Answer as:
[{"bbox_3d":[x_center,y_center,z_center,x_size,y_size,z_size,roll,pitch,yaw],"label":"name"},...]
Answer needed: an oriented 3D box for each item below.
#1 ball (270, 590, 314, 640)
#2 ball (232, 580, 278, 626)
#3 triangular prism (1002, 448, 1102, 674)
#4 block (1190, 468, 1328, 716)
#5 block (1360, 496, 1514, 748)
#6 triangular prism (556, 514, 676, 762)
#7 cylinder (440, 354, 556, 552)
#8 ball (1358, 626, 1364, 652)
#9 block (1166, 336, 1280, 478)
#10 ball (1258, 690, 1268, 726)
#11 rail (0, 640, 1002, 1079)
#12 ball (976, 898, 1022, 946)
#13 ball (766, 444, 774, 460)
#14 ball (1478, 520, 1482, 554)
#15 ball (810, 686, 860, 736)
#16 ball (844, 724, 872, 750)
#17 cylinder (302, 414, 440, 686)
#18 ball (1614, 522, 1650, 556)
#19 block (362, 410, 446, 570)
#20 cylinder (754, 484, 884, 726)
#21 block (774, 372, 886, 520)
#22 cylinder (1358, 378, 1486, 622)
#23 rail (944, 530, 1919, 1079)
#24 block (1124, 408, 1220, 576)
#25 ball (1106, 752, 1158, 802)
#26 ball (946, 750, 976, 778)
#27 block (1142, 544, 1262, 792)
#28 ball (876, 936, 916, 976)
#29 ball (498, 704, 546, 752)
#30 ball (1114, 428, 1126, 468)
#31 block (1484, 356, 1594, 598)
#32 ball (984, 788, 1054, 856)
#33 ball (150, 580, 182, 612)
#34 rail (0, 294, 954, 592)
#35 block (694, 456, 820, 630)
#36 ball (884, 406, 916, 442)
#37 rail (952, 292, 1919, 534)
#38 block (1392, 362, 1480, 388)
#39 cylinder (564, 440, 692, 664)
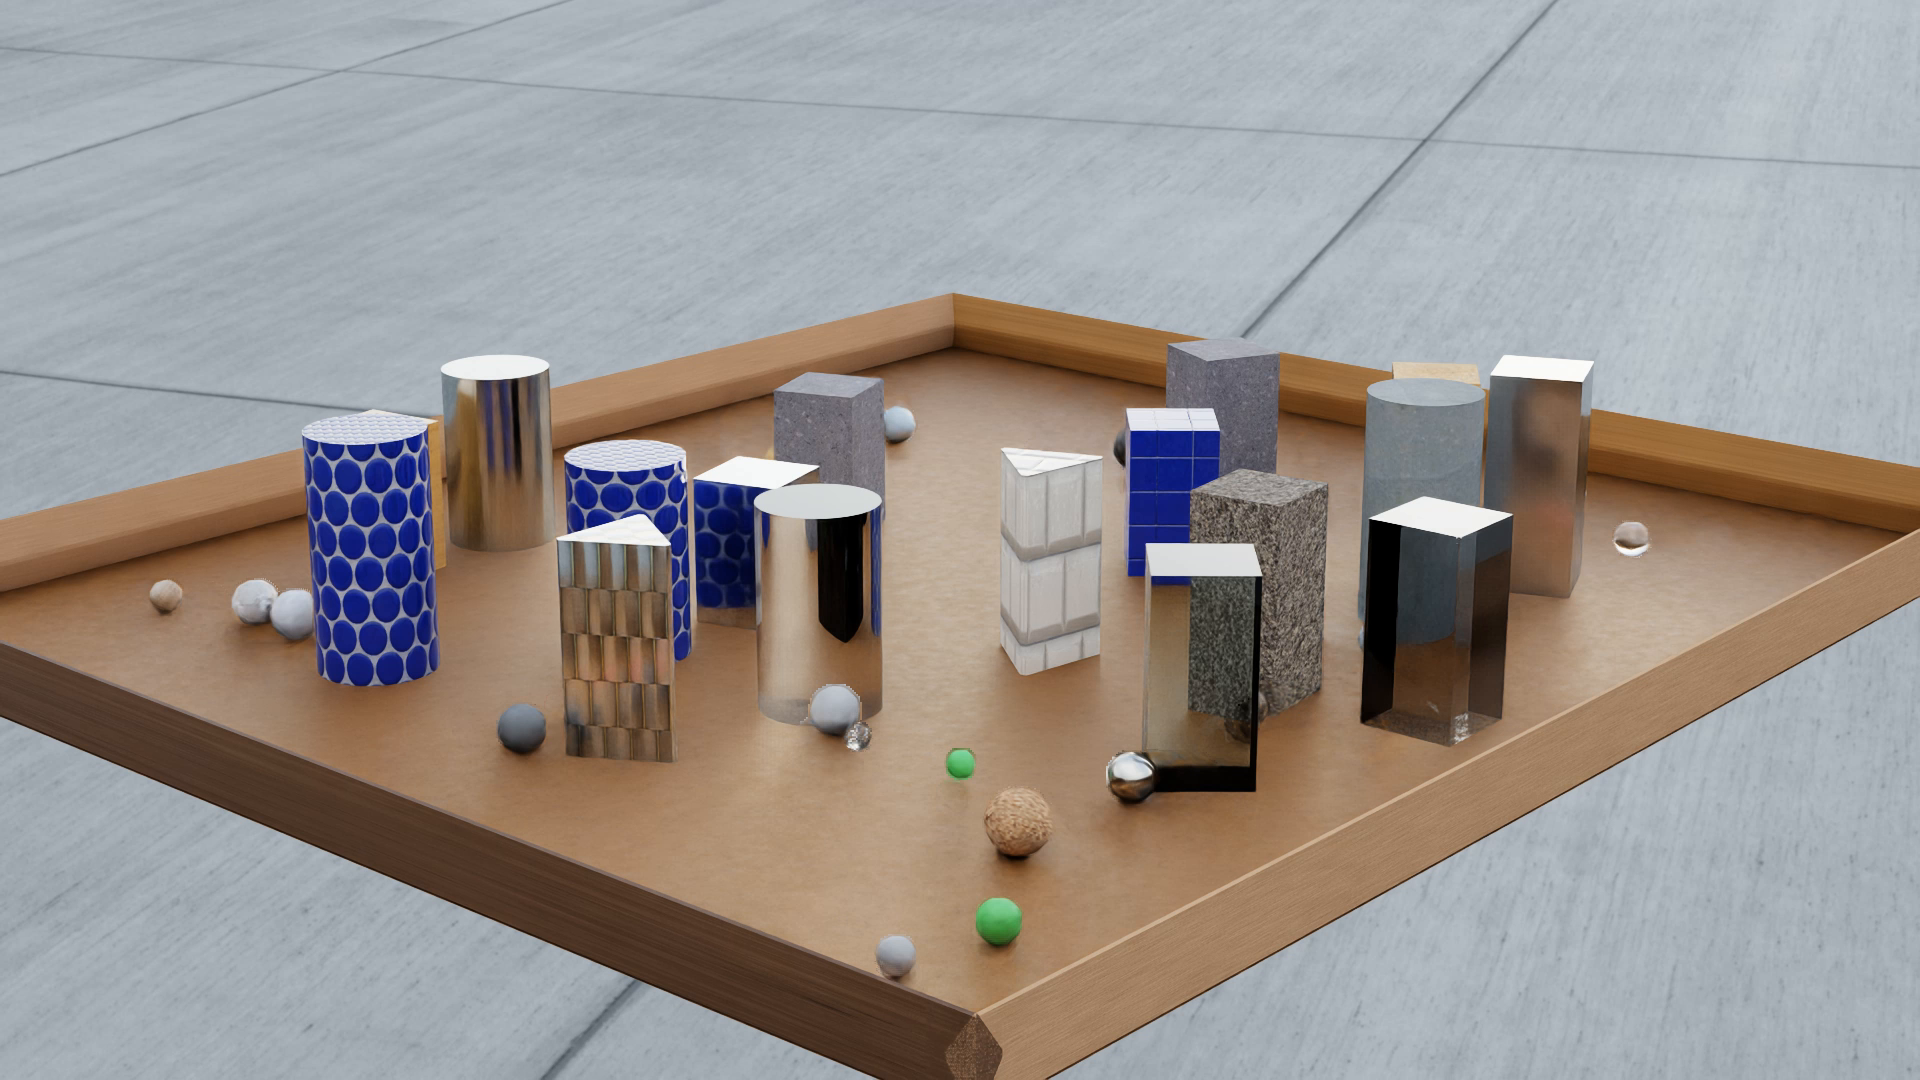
[{"bbox_3d":[-1.108,0.124,4.894,0.084,0.084,0.084,0,17,0],"label":"ball"},{"bbox_3d":[-1.193,0.106,4.965,0.078,0.078,0.078,0,17,0],"label":"ball"},{"bbox_3d":[0.118,0.026,4.786,0.170,0.334,0.147,-14,22,-39],"label":"triangular prism"},{"bbox_3d":[0.465,0.080,4.596,0.157,0.339,0.157,11,20,33],"label":"block"},{"bbox_3d":[0.727,0.122,4.474,0.157,0.330,0.157,13,21,38],"label":"block"},{"bbox_3d":[-0.493,0.144,4.390,0.170,0.337,0.147,3,17,10],"label":"triangular prism"},{"bbox_3d":[-0.853,-0.162,5.424,0.196,0.325,0.196,0,17,0],"label":"cylinder"},{"bbox_3d":[0.684,0.162,4.806,0.062,0.062,0.062,0,17,0],"label":"ball"},{"bbox_3d":[0.501,-0.216,5.626,0.157,0.311,0.157,-8,18,-24],"label":"block"},{"bbox_3d":[0.435,0.256,4.479,0.071,0.071,0.071,0,17,0],"label":"ball"},{"bbox_3d":[-0.932,0.342,4.092,2.557,0.128,0.045,14,22,39],"label":"rail"},{"bbox_3d":[0.049,0.486,3.735,0.061,0.061,0.061,0,17,0],"label":"ball"},{"bbox_3d":[-0.335,-0.151,5.782,0.098,0.098,0.098,0,17,0],"label":"ball"},{"bbox_3d":[0.957,-0.006,5.364,0.061,0.061,0.061,0,17,0],"label":"ball"},{"bbox_3d":[-0.190,0.259,4.455,0.076,0.076,0.076,0,17,0],"label":"ball"},{"bbox_3d":[-0.153,0.296,4.398,0.041,0.041,0.041,0,17,0],"label":"ball"},{"bbox_3d":[-0.945,0.014,4.714,0.196,0.398,0.196,0,17,0],"label":"cylinder"},{"bbox_3d":[1.225,-0.002,5.345,0.065,0.065,0.065,0,17,0],"label":"ball"},{"bbox_3d":[-1.036,-0.075,5.233,0.157,0.270,0.157,10,20,31],"label":"block"},{"bbox_3d":[-0.218,0.099,4.546,0.196,0.332,0.196,0,17,0],"label":"cylinder"},{"bbox_3d":[-0.243,-0.158,5.501,0.157,0.274,0.157,6,18,20],"label":"block"},{"bbox_3d":[0.779,-0.059,4.959,0.196,0.396,0.196,0,17,0],"label":"cylinder"},{"bbox_3d":[0.947,0.269,4.332,0.045,0.128,2.890,14,22,39],"label":"rail"},{"bbox_3d":[0.379,-0.087,5.272,0.157,0.269,0.157,0,17,0],"label":"block"},{"bbox_3d":[0.247,0.340,4.198,0.073,0.073,0.073,0,17,0],"label":"ball"},{"bbox_3d":[0.002,0.328,4.290,0.043,0.043,0.043,0,17,0],"label":"ball"},{"bbox_3d":[0.350,0.185,4.270,0.157,0.328,0.157,0,17,1],"label":"block"},{"bbox_3d":[-0.079,0.517,3.646,0.051,0.051,0.051,0,17,0],"label":"ball"},{"bbox_3d":[-0.656,0.282,4.390,0.073,0.073,0.073,0,17,0],"label":"ball"},{"bbox_3d":[0.358,-0.186,5.897,0.097,0.097,0.097,0,17,0],"label":"ball"},{"bbox_3d":[1.012,-0.113,5.151,0.157,0.389,0.157,6,18,18],"label":"block"},{"bbox_3d":[0.080,0.386,4.009,0.094,0.094,0.094,0,17,0],"label":"ball"},{"bbox_3d":[-1.363,0.096,5.036,0.055,0.055,0.055,0,17,0],"label":"ball"},{"bbox_3d":[-0.947,-0.205,5.908,0.045,0.128,2.890,14,22,39],"label":"rail"},{"bbox_3d":[-0.344,0.007,4.990,0.157,0.253,0.157,8,18,24],"label":"block"},{"bbox_3d":[-0.131,-0.241,6.124,0.074,0.074,0.074,0,17,0],"label":"ball"},{"bbox_3d":[0.932,-0.278,6.148,2.557,0.128,0.045,14,22,39],"label":"rail"},{"bbox_3d":[0.888,-0.172,5.514,0.157,0.293,0.157,2,17,7],"label":"block"},{"bbox_3d":[-0.542,0.023,4.795,0.196,0.334,0.196,0,17,0],"label":"cylinder"}]
